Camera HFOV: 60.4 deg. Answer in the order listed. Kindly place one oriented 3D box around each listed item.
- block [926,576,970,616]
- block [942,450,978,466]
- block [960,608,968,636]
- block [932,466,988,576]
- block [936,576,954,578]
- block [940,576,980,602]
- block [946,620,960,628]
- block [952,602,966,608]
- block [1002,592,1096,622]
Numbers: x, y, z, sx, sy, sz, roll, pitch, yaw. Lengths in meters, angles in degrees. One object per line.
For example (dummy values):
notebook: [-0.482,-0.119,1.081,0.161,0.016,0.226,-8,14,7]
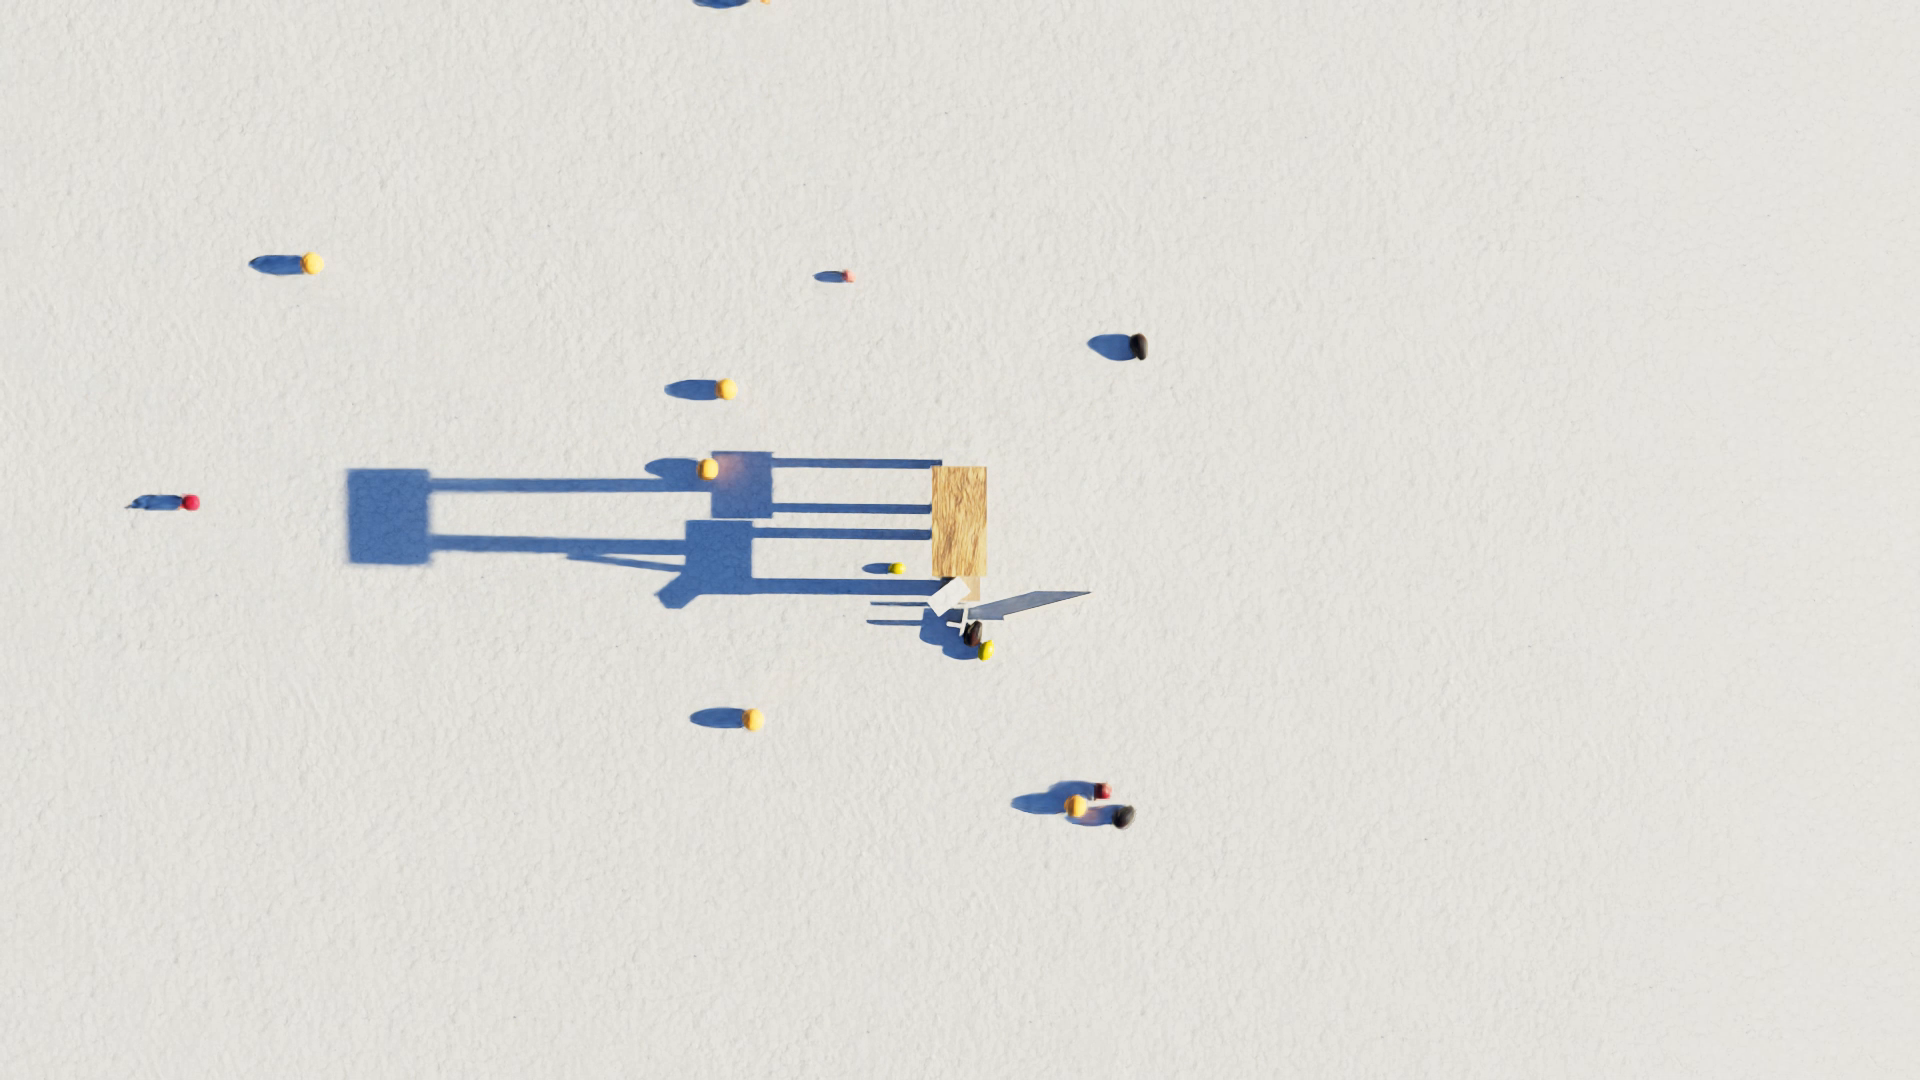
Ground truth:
block: [-0.036,0.177,5.204,0.130,0.018,0.065,-38,90,0]
block: [0.001,-0.175,5.257,0.113,0.032,0.227,0,90,0]
block: [0.013,0.274,5.477,0.013,0.045,0.091,11,90,2]
block: [-0.002,-0.055,4.866,0.162,0.046,0.323,0,90,0]
block: [-0.047,0.088,5.149,0.065,0.130,0.018,-3,71,0]
block: [0.001,0.068,5.231,0.126,0.036,0.251,0,90,0]
block: [-0.021,0.278,5.455,0.045,0.091,0.013,10,90,0]
block: [-0.005,0.216,5.454,0.045,0.091,0.013,4,89,0]
block: [0.296,0.220,5.468,0.312,0.065,0.018,-14,90,0]
